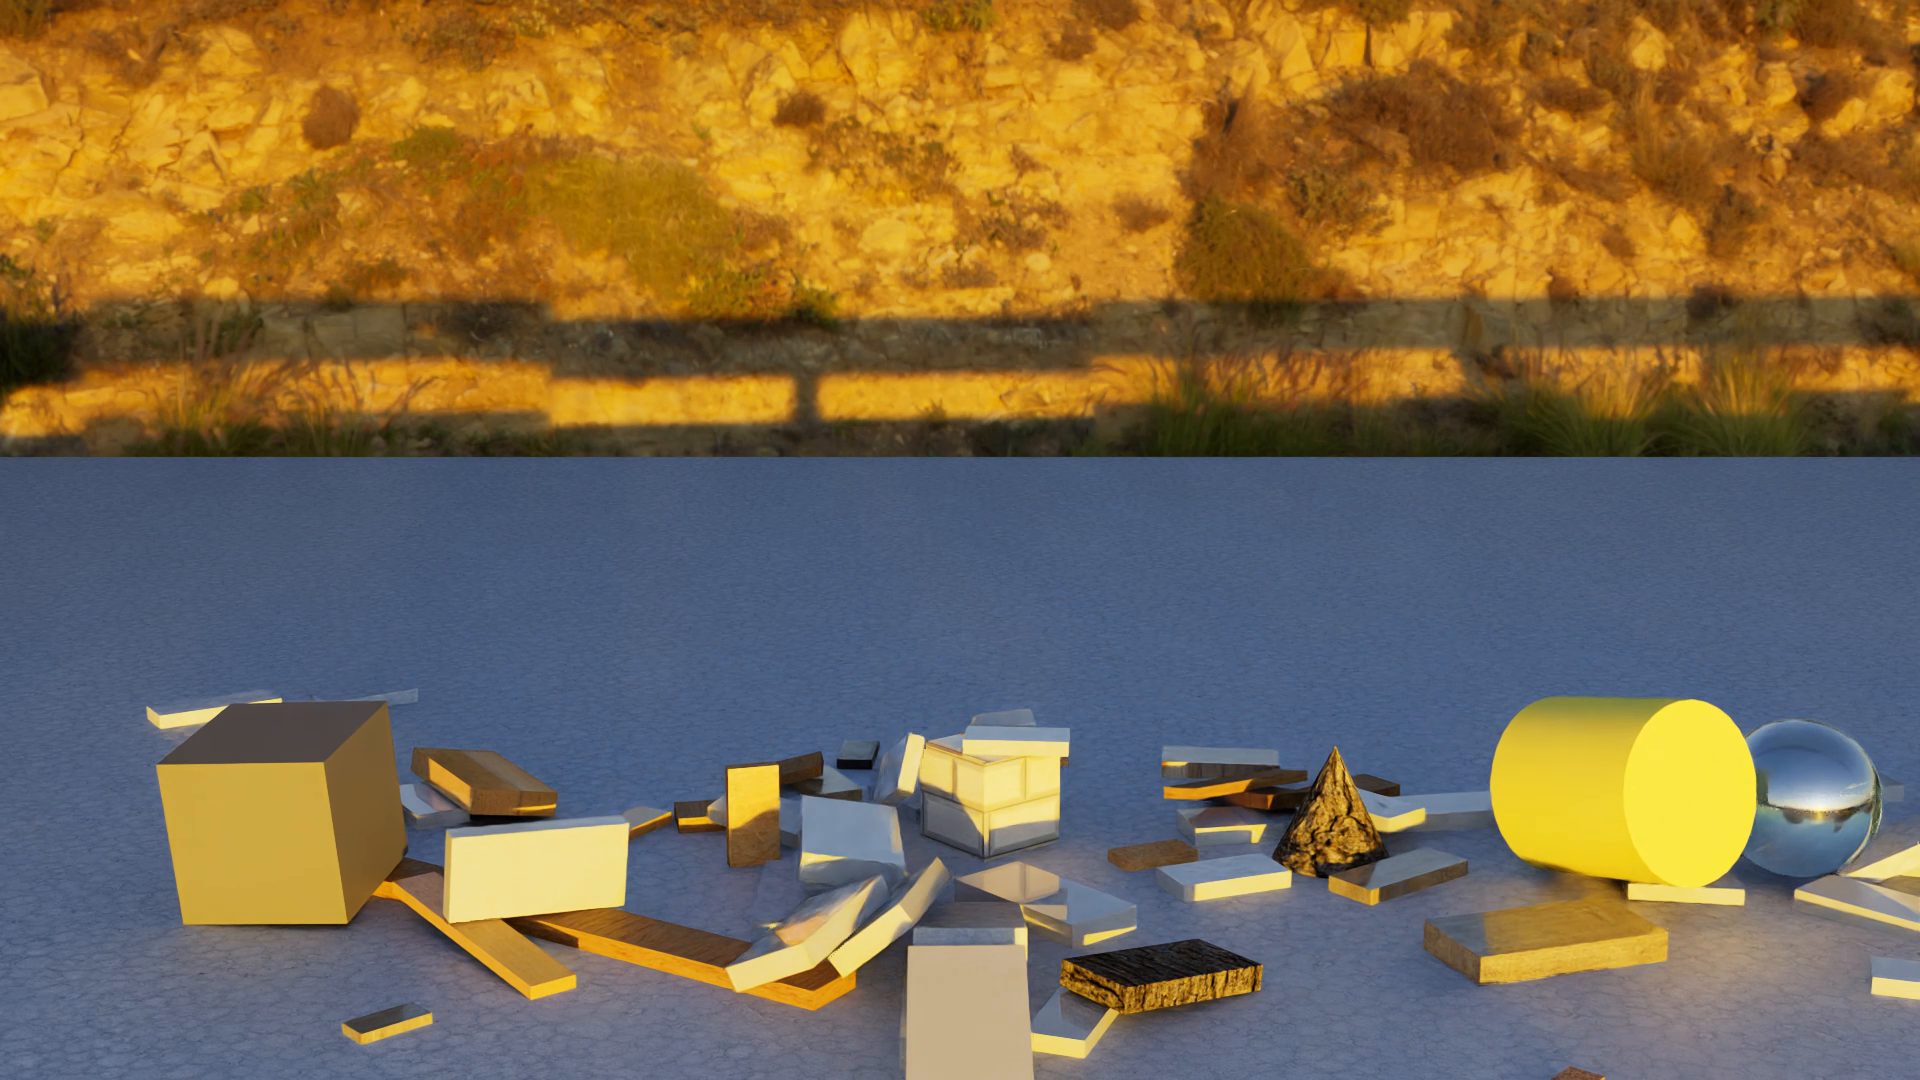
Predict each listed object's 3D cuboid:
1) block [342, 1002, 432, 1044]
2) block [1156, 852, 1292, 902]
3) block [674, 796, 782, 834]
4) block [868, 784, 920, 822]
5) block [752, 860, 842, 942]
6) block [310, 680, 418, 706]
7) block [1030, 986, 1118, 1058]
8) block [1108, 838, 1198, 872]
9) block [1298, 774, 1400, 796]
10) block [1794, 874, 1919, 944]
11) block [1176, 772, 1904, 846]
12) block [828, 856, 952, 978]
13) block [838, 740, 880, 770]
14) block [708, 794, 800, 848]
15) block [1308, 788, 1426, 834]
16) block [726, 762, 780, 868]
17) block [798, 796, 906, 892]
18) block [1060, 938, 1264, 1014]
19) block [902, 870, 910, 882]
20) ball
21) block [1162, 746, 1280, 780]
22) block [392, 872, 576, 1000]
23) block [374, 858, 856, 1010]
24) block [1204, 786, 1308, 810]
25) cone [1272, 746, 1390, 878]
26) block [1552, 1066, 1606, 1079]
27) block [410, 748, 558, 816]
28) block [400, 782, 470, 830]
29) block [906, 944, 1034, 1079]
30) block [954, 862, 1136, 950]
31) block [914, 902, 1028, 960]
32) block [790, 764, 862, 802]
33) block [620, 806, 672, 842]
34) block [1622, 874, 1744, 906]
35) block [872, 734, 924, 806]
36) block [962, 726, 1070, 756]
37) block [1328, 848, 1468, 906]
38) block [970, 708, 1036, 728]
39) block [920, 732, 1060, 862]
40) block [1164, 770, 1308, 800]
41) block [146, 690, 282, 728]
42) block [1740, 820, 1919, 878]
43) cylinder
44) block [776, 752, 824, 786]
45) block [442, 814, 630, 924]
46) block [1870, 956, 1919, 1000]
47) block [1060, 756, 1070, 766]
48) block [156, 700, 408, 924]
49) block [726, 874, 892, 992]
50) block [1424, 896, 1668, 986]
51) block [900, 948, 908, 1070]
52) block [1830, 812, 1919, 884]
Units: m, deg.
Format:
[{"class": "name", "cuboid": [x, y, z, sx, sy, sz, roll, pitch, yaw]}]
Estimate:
[{"class": "block", "cuboid": [-0.812, 0.685, 3.117, 0.111, 0.016, 0.055, -10, 14, -42]}, {"class": "block", "cuboid": [0.444, 0.568, 3.707, 0.203, 0.029, 0.101, -4, 11, -21]}, {"class": "block", "cuboid": [-0.421, 0.505, 4.049, 0.202, 0.029, 0.101, -2, 11, -12]}, {"class": "block", "cuboid": [-0.092, 0.490, 4.141, 0.088, 0.025, 0.176, -7, 12, -32]}, {"class": "block", "cuboid": [-0.257, 0.586, 3.581, 0.141, 0.040, 0.282, 0, 11, 0]}, {"class": "block", "cuboid": [-1.323, 0.350, 4.882, 0.209, 0.030, 0.104, -8, 13, -37]}, {"class": "block", "cuboid": [0.160, 0.680, 3.113, 0.090, 0.026, 0.181, 4, 11, 20]}, {"class": "block", "cuboid": [0.336, 0.549, 3.833, 0.140, 0.020, 0.070, -5, 12, -24]}, {"class": "block", "cuboid": [0.737, 0.482, 4.178, 0.185, 0.026, 0.092, -7, 13, -35]}, {"class": "block", "cuboid": [1.485, 0.596, 3.544, 0.118, 0.033, 0.236, -9, 14, -40]}, {"class": "block", "cuboid": [1.094, 0.494, 4.097, 1.399, 0.032, 0.114, -2, 11, -11]}, {"class": "block", "cuboid": [-0.103, 0.569, 3.333, 0.138, 0.039, 0.275, -38, -2, 13]}, {"class": "block", "cuboid": [-0.206, 0.434, 4.452, 0.070, 0.020, 0.140, 1, 11, 4]}, {"class": "block", "cuboid": [-0.343, 0.500, 3.967, 0.202, 0.029, 0.101, 13, 24, 25]}, {"class": "block", "cuboid": [0.728, 0.485, 3.980, 0.101, 0.029, 0.203, -9, 14, -39]}, {"class": "block", "cuboid": [-0.359, 0.475, 3.805, 0.088, 0.176, 0.025, -3, 11, -17]}, {"class": "block", "cuboid": [-0.183, 0.499, 3.633, 0.164, 0.046, 0.328, 8, 9, -5]}, {"class": "block", "cuboid": [0.296, 0.637, 3.220, 0.275, 0.039, 0.138, 0, 8, -39]}, {"class": "block", "cuboid": [-0.170, 0.536, 3.670, 0.101, 0.029, 0.202, 6, 9, -26]}, {"class": "ball", "cuboid": [1.410, 0.434, 3.701, 0.266, 0.266, 0.266, 0, 11, 0]}, {"class": "block", "cuboid": [0.517, 0.444, 4.369, 0.229, 0.032, 0.114, 1, 11, 7]}, {"class": "block", "cuboid": [-0.745, 0.609, 3.413, 0.075, 0.021, 0.464, -8, 18, -38]}, {"class": "block", "cuboid": [-0.755, 0.591, 3.581, 1.358, 0.030, 0.104, 7, 12, 32]}, {"class": "block", "cuboid": [0.550, 0.475, 4.078, 0.091, 0.026, 0.234, -2, -1, -23]}, {"class": "cone", "cuboid": [0.649, 0.456, 3.823, 0.207, 0.207, 0.207, 0, 11, 0]}, {"class": "block", "cuboid": [0.806, 0.725, 2.905, 0.050, 0.014, 0.101, 9, 14, 40]}, {"class": "block", "cuboid": [-0.905, 0.457, 4.170, 0.164, 0.046, 0.330, 7, 5, -34]}, {"class": "block", "cuboid": [-0.999, 0.494, 4.106, 0.100, 0.028, 0.200, -7, 12, -32]}, {"class": "block", "cuboid": [0.011, 0.659, 2.945, 0.164, 0.047, 0.328, 0, 25, -1]}, {"class": "block", "cuboid": [0.136, 0.589, 3.564, 0.141, 0.040, 0.282, -9, 14, -40]}, {"class": "block", "cuboid": [0.013, 0.591, 3.332, 0.164, 0.047, 0.328, 0, -3, -1]}, {"class": "block", "cuboid": [-0.262, 0.473, 4.233, 0.088, 0.025, 0.176, -5, 12, -24]}, {"class": "block", "cuboid": [-0.601, 0.518, 3.998, 0.075, 0.021, 0.149, 6, 12, 29]}, {"class": "block", "cuboid": [1.199, 0.577, 3.654, 0.183, 0.026, 0.091, 2, 7, 9]}, {"class": "block", "cuboid": [-0.114, 0.424, 3.993, 0.029, 0.101, 0.272, 15, -17, -8]}, {"class": "block", "cuboid": [0.101, 0.356, 3.892, 0.185, 0.026, 0.092, 1, 11, 5]}, {"class": "block", "cuboid": [0.742, 0.567, 3.720, 0.245, 0.026, 0.092, -8, 13, -37]}, {"class": "block", "cuboid": [0.053, 0.403, 4.142, 0.114, 0.229, 0.032, -5, 52, -24]}, {"class": "block", "cuboid": [0.053, 0.451, 3.934, 0.177, 0.177, 0.177, -9, 14, -39]}, {"class": "block", "cuboid": [0.516, 0.453, 4.084, 0.070, 0.020, 0.382, -3, -2, 40]}, {"class": "block", "cuboid": [-1.624, 0.367, 4.792, 0.260, 0.028, 0.100, -7, 13, -34]}, {"class": "block", "cuboid": [1.638, 0.536, 3.833, 0.653, 0.046, 0.163, 4, 11, 23]}, {"class": "cylinder", "cuboid": [1.097, 0.412, 3.647, 0.299, 0.299, 0.299, -6, 0, -29]}, {"class": "block", "cuboid": [-0.340, 0.449, 4.254, 0.149, 0.021, 0.075, -14, 16, 2]}, {"class": "block", "cuboid": [-0.668, 0.517, 3.469, 0.282, 0.141, 0.040, -2, 15, -26]}, {"class": "block", "cuboid": [1.501, 0.658, 3.232, 0.301, 0.026, 0.090, 4, 11, 20]}, {"class": "block", "cuboid": [0.180, 0.438, 4.447, 0.050, 0.014, 0.101, -3, 11, -16]}, {"class": "block", "cuboid": [-1.102, 0.443, 3.602, 0.275, 0.275, 0.275, -2, 16, 7]}, {"class": "block", "cuboid": [-0.221, 0.582, 3.272, 0.138, 0.039, 0.275, -22, 4, 26]}, {"class": "block", "cuboid": [0.902, 0.617, 3.392, 0.328, 0.046, 0.164, -4, 11, -18]}, {"class": "block", "cuboid": [0.001, 0.665, 3.138, 0.164, 0.047, 0.328, 0, 11, 0]}, {"class": "block", "cuboid": [1.584, 0.515, 3.702, 0.236, 0.033, 0.118, -25, 8, 8]}]
